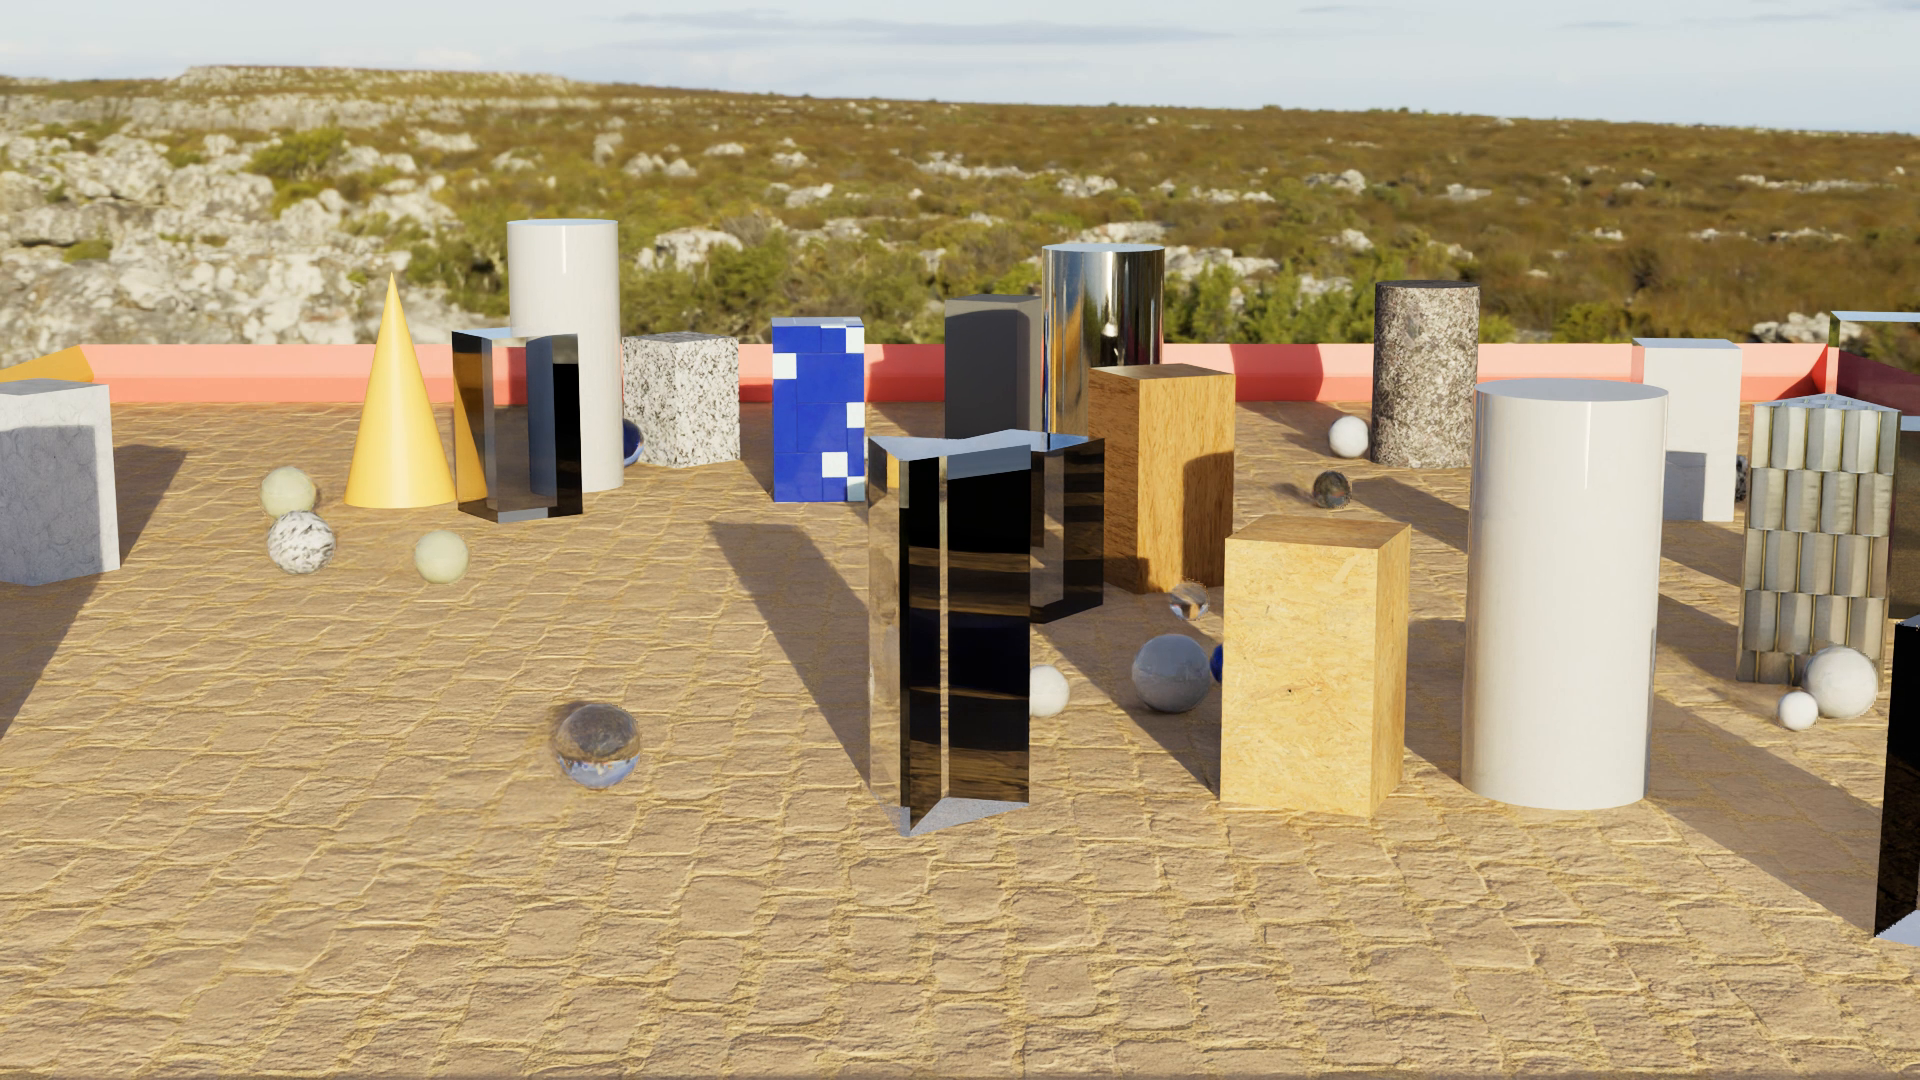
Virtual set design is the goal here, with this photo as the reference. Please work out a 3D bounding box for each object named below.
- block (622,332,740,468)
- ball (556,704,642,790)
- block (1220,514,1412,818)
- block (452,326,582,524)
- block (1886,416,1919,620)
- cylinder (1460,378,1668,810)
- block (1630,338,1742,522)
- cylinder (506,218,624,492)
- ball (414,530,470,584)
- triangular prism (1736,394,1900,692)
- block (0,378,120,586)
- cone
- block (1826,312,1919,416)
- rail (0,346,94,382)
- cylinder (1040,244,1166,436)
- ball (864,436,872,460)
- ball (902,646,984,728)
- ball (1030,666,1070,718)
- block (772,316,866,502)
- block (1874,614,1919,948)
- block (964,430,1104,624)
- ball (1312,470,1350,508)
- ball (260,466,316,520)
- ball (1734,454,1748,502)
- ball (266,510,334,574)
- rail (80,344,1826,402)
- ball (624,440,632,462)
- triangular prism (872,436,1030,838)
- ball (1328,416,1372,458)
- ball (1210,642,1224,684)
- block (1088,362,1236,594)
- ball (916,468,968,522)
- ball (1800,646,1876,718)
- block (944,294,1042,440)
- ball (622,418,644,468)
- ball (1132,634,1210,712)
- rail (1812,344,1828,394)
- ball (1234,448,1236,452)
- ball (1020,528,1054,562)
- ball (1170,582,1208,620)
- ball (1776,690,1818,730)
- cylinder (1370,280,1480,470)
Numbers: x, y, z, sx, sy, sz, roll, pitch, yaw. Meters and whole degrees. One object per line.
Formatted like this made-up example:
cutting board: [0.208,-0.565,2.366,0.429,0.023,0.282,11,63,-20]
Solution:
block: [-0.515,-0.261,4.740,0.151,0.228,0.151,10,15,43]
ball: [-0.366,0.209,2.601,0.086,0.086,0.086,0,11,0]
block: [0.358,0.122,2.578,0.151,0.266,0.151,4,11,21]
block: [-0.720,-0.191,4.175,0.151,0.296,0.151,-7,13,-35]
block: [1.225,-0.035,3.458,0.151,0.252,0.151,4,11,19]
cylinder: [0.607,0.050,2.586,0.189,0.405,0.189,0,11,0]
block: [1.176,-0.182,4.177,0.151,0.277,0.151,1,11,7]
cylinder: [-0.681,-0.321,4.438,0.189,0.455,0.189,0,11,0]
ball: [-0.731,0.024,3.619,0.077,0.077,0.077,0,11,0]
triangular prism: [1.027,-0.002,3.067,0.164,0.331,0.142,4,11,20]
block: [-1.327,-0.087,3.688,0.151,0.270,0.151,7,13,32]
cone: [-0.945,-0.258,4.299,0.189,0.383,0.189,0,11,0]
block: [1.428,-0.177,3.984,0.151,0.339,0.151,2,11,13]
rail: [-1.870,0.034,3.439,0.045,0.123,4.304,0,11,0]
cylinder: [0.220,-0.230,3.975,0.189,0.446,0.189,0,11,0]
ball: [-0.170,-0.171,4.755,0.044,0.044,0.044,0,11,0]
ball: [-0.018,0.163,2.841,0.090,0.090,0.090,0,11,0]
ball: [0.094,0.170,2.881,0.060,0.060,0.060,0,11,0]
block: [-0.241,-0.222,4.345,0.151,0.296,0.151,-1,11,-5]
block: [0.877,0.201,2.146,0.151,0.270,0.151,9,14,40]
block: [0.090,-0.021,3.447,0.151,0.229,0.151,7,13,34]
ball: [0.612,-0.083,4.232,0.063,0.063,0.063,0,11,0]
ball: [-1.077,-0.073,4.110,0.088,0.088,0.088,0,11,0]
ball: [1.297,-0.103,4.296,0.079,0.079,0.079,0,11,0]
ball: [-0.948,0.004,3.685,0.093,0.093,0.093,0,11,0]
rail: [-0.012,-0.359,5.542,3.787,0.123,0.045,0,11,0]
ball: [-0.623,-0.164,4.729,0.041,0.041,0.041,0,11,0]
triangular prism: [-0.040,0.085,2.514,0.164,0.362,0.142,-10,14,-42]
ball: [0.723,-0.191,4.765,0.080,0.080,0.080,0,11,0]
ball: [0.323,0.146,3.020,0.058,0.058,0.058,0,11,0]
block: [0.283,-0.090,3.625,0.151,0.299,0.151,-5,12,-24]
ball: [-0.028,-0.072,4.111,0.085,0.085,0.085,0,11,0]
ball: [0.986,0.160,2.880,0.081,0.081,0.081,0,11,0]
block: [0.073,-0.321,4.907,0.151,0.283,0.151,5,12,26]
ball: [-0.619,-0.177,4.659,0.091,0.091,0.091,0,11,0]
ball: [0.239,0.151,2.906,0.090,0.090,0.090,0,11,0]
rail: [1.870,0.030,3.460,0.045,0.123,4.304,0,11,0]
ball: [0.456,-0.161,4.613,0.076,0.076,0.076,0,11,0]
ball: [0.113,0.007,3.781,0.052,0.052,0.052,0,11,0]
ball: [0.302,0.080,3.388,0.052,0.052,0.052,0,11,0]
ball: [0.923,0.188,2.830,0.044,0.044,0.044,0,11,0]
cylinder: [0.854,-0.306,4.711,0.189,0.327,0.189,0,11,0]
